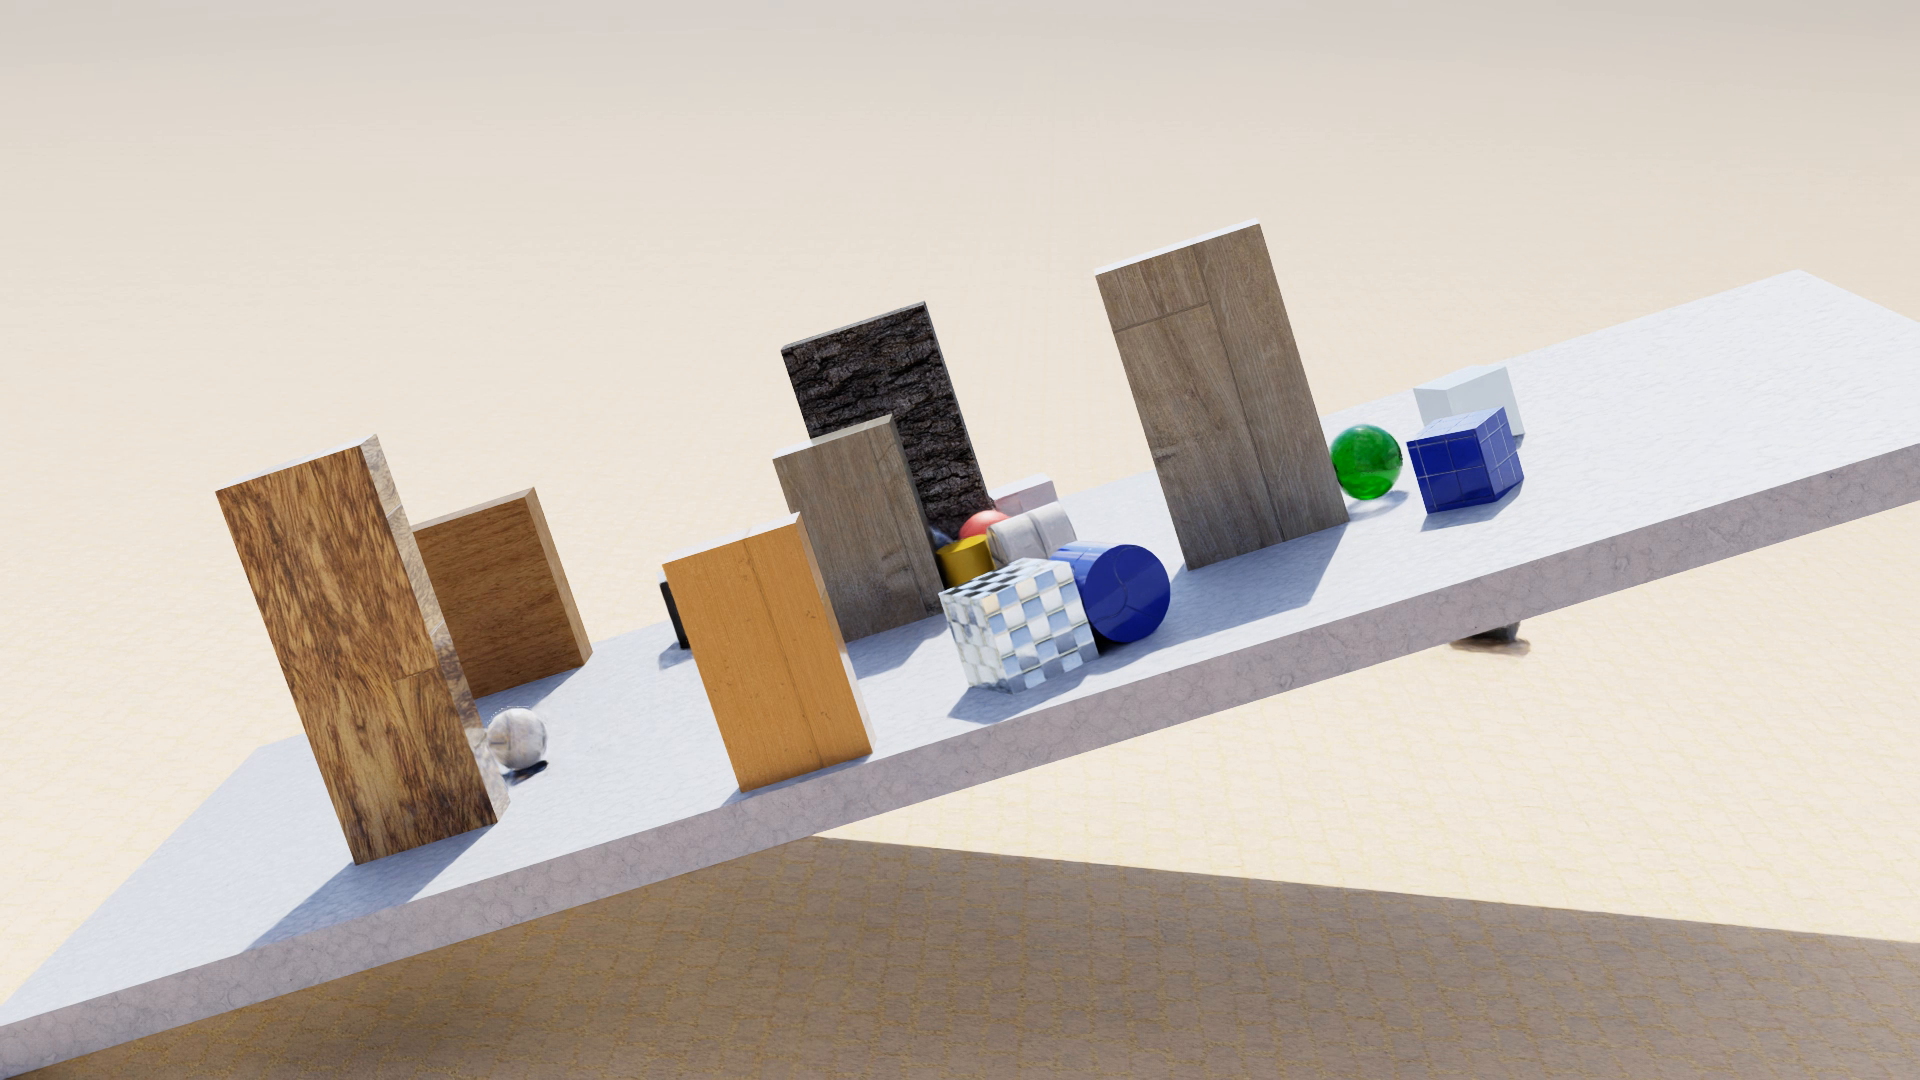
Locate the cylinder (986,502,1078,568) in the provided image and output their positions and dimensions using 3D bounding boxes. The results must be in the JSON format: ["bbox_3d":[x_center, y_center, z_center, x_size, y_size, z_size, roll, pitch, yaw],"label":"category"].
[{"bbox_3d":[0.160,0.018,6.350,0.158,0.158,0.158,-20,16,-10],"label":"cylinder"}]

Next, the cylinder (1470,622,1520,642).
[{"bbox_3d":[1.608,0.206,9.029,0.192,0.192,0.192,5,13,25],"label":"cylinder"}]

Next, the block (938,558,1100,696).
[{"bbox_3d":[0.111,0.162,5.589,0.193,0.193,0.193,-23,11,-22],"label":"block"}]

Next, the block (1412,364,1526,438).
[{"bbox_3d":[1.091,-0.278,6.311,0.151,0.151,0.151,-21,11,-16],"label":"block"}]

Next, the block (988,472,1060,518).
[{"bbox_3d":[0.156,-0.058,6.792,0.142,0.142,0.142,-19,10,-4],"label":"block"}]

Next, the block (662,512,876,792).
[{"bbox_3d":[-0.349,0.207,5.419,0.256,0.452,0.105,-17,10,5],"label":"block"}]

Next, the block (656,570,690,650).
[{"bbox_3d":[-0.612,0.142,6.992,0.169,0.169,0.169,-19,10,-4],"label":"block"}]

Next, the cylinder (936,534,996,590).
[{"bbox_3d":[0.022,0.066,6.441,0.120,0.120,0.120,-18,10,3],"label":"cylinder"}]

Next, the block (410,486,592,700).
[{"bbox_3d":[-1.139,0.138,7.172,0.346,0.436,0.134,-17,10,5],"label":"block"}]

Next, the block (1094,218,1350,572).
[{"bbox_3d":[0.535,-0.296,6.004,0.345,0.638,0.113,-17,10,5],"label":"block"}]

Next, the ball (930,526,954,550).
[{"bbox_3d":[-0.085,0.049,6.578,0.169,0.169,0.169,0,12,0],"label":"ball"}]

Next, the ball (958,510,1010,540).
[{"bbox_3d":[0.067,0.008,6.586,0.147,0.147,0.147,0,12,0],"label":"ball"}]

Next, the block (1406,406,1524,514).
[{"bbox_3d":[1.004,-0.159,5.840,0.152,0.152,0.152,-11,13,35],"label":"block"}]

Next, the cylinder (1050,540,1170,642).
[{"bbox_3d":[0.278,0.098,5.654,0.187,0.187,0.187,-5,4,-25],"label":"cylinder"}]

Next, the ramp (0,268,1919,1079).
[{"bbox_3d":[0.101,0.183,6.310,4.000,0.100,2.000,-17,10,5],"label":"ramp"}]

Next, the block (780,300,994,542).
[{"bbox_3d":[-0.148,-0.198,6.718,0.340,0.617,0.083,-17,10,5],"label":"block"}]

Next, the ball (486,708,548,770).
[{"bbox_3d":[-0.934,0.420,6.211,0.130,0.130,0.130,0,12,0],"label":"ball"}]

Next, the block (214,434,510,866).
[{"bbox_3d":[-1.177,0.218,5.828,0.302,0.795,0.139,-17,10,5],"label":"block"}]

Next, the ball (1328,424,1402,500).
[{"bbox_3d":[0.841,-0.163,6.119,0.159,0.159,0.159,0,12,0],"label":"ball"}]

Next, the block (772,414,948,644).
[{"bbox_3d":[-0.210,-0.022,6.421,0.266,0.434,0.120,-17,10,5],"label":"block"}]
